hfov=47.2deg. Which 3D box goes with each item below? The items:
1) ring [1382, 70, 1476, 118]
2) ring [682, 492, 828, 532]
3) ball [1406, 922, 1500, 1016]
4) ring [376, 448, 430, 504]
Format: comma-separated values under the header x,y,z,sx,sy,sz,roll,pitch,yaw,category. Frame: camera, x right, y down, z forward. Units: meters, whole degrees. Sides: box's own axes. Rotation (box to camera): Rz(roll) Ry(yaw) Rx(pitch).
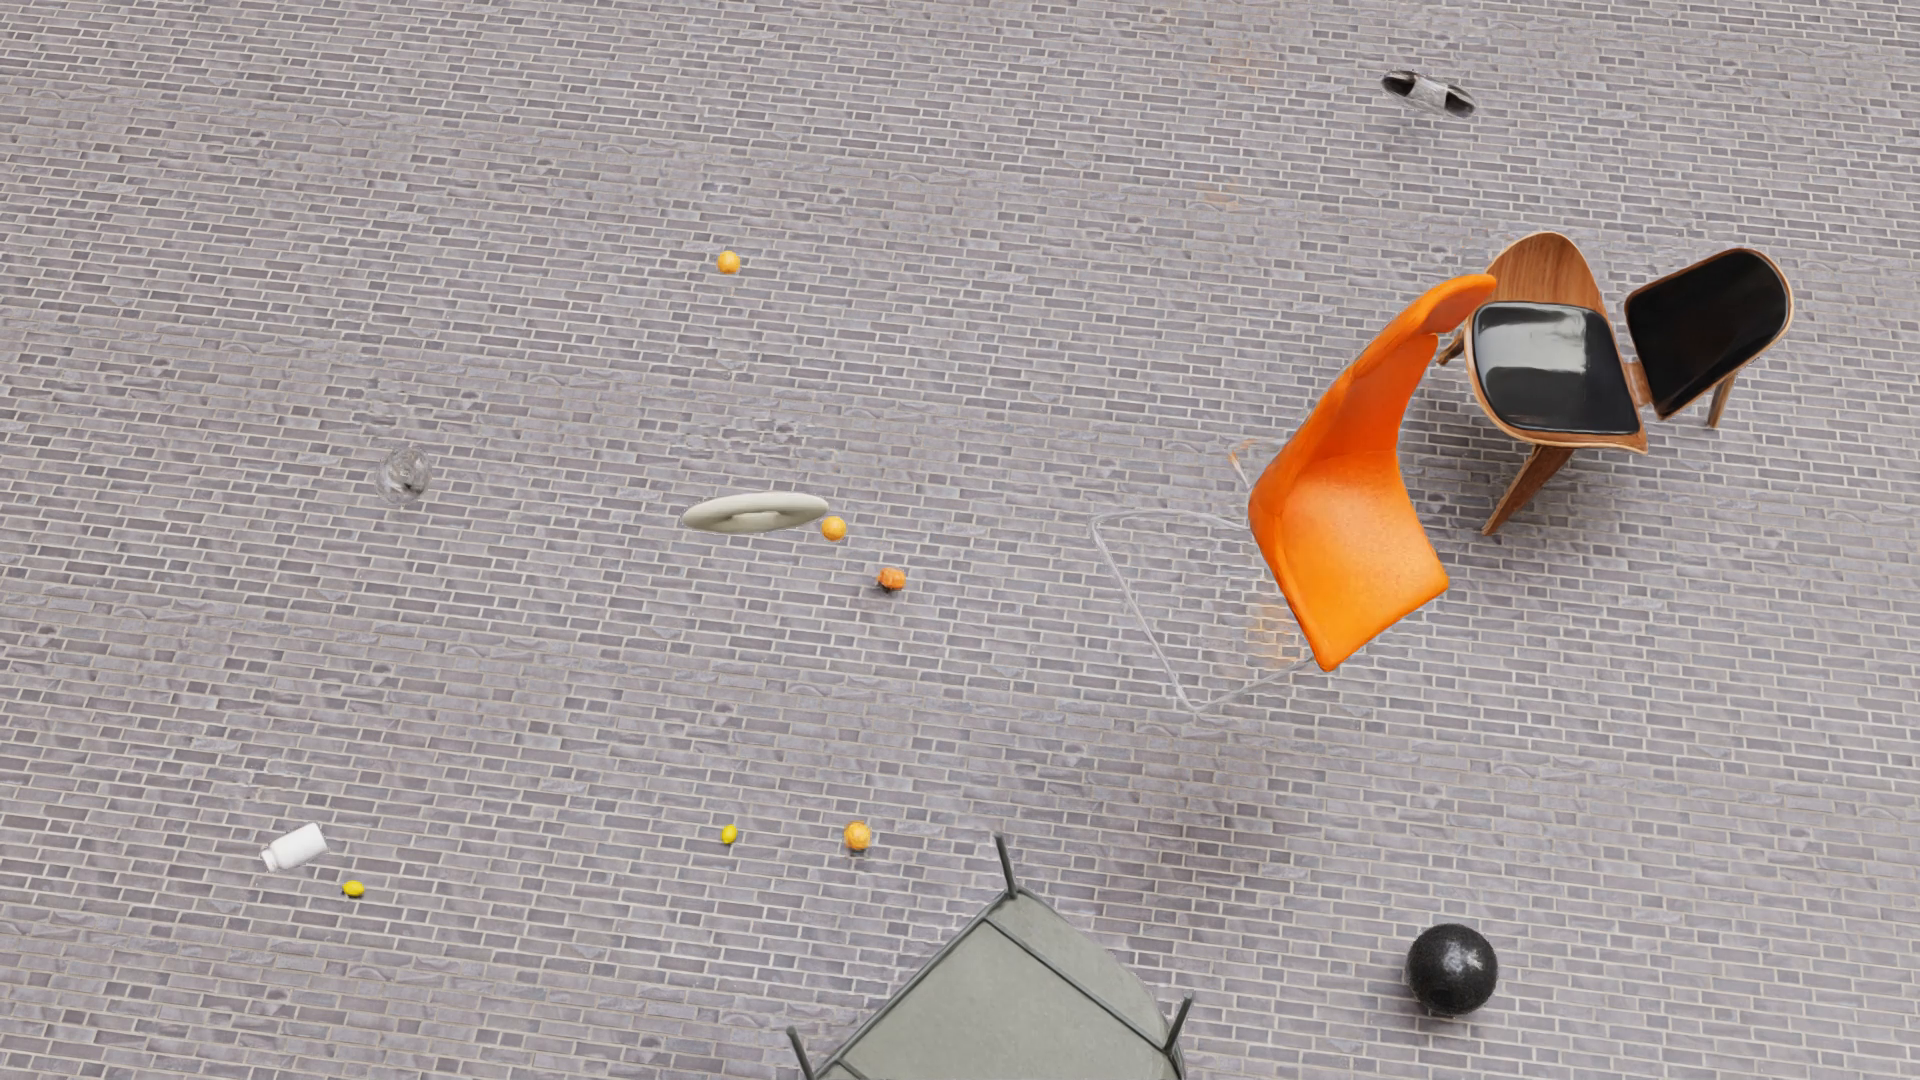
x,y,z,sx,sy,sz,roll,pitch,yaw,category
1.566,-1.489,7.347,0.328,0.324,0.084,17,98,-18,ring
-0.537,-0.073,5.792,0.387,0.168,0.048,-5,64,-7,ring
1.273,1.110,5.687,0.236,0.236,0.236,0,56,0,ball
-1.645,-0.190,6.503,0.146,0.069,0.239,44,31,-14,ring
